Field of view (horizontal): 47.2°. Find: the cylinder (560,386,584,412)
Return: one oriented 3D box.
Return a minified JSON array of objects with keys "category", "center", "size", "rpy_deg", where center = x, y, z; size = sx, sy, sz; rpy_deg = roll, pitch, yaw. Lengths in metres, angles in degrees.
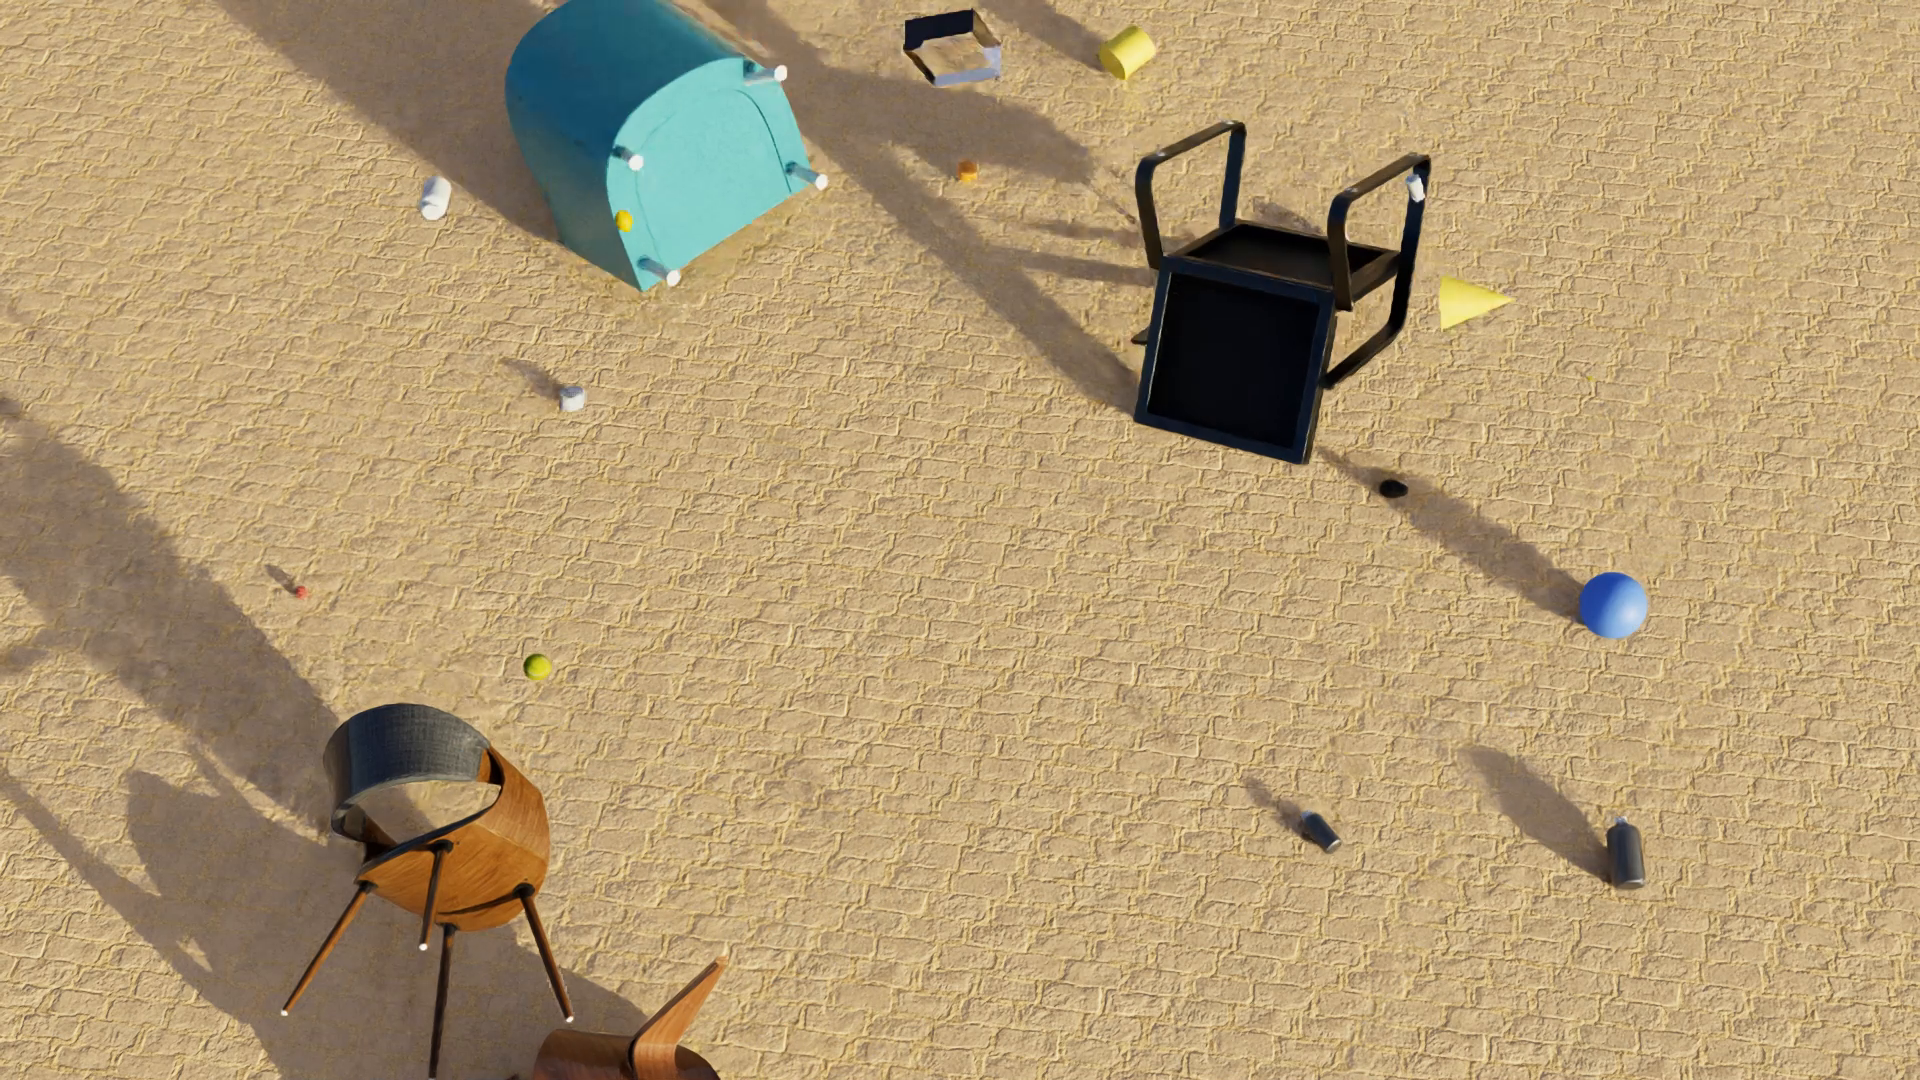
[{"category":"cylinder","center":[-1.204,-0.439,6.825],"size":[0.080,0.051,0.061],"rpy_deg":[-22,46,-32]}]

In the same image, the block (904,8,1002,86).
[{"category":"block","center":[-0.020,-1.504,6.731],"size":[0.224,0.236,0.105],"rpy_deg":[-4,72,22]}]

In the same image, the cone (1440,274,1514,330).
[{"category":"cone","center":[1.469,-0.679,6.236],"size":[0.205,0.144,0.164],"rpy_deg":[0,77,15]}]

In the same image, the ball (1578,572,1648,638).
[{"category":"ball","center":[1.880,0.188,6.333],"size":[0.192,0.192,0.192],"rpy_deg":[0,56,0]}]

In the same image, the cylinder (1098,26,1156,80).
[{"category":"cylinder","center":[0.577,-1.685,7.601],"size":[0.136,0.129,0.147],"rpy_deg":[-39,43,-12]}]

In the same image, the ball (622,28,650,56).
[{"category":"ball","center":[-1.130,-1.739,7.682],"size":[0.099,0.099,0.099],"rpy_deg":[0,56,0]}]
